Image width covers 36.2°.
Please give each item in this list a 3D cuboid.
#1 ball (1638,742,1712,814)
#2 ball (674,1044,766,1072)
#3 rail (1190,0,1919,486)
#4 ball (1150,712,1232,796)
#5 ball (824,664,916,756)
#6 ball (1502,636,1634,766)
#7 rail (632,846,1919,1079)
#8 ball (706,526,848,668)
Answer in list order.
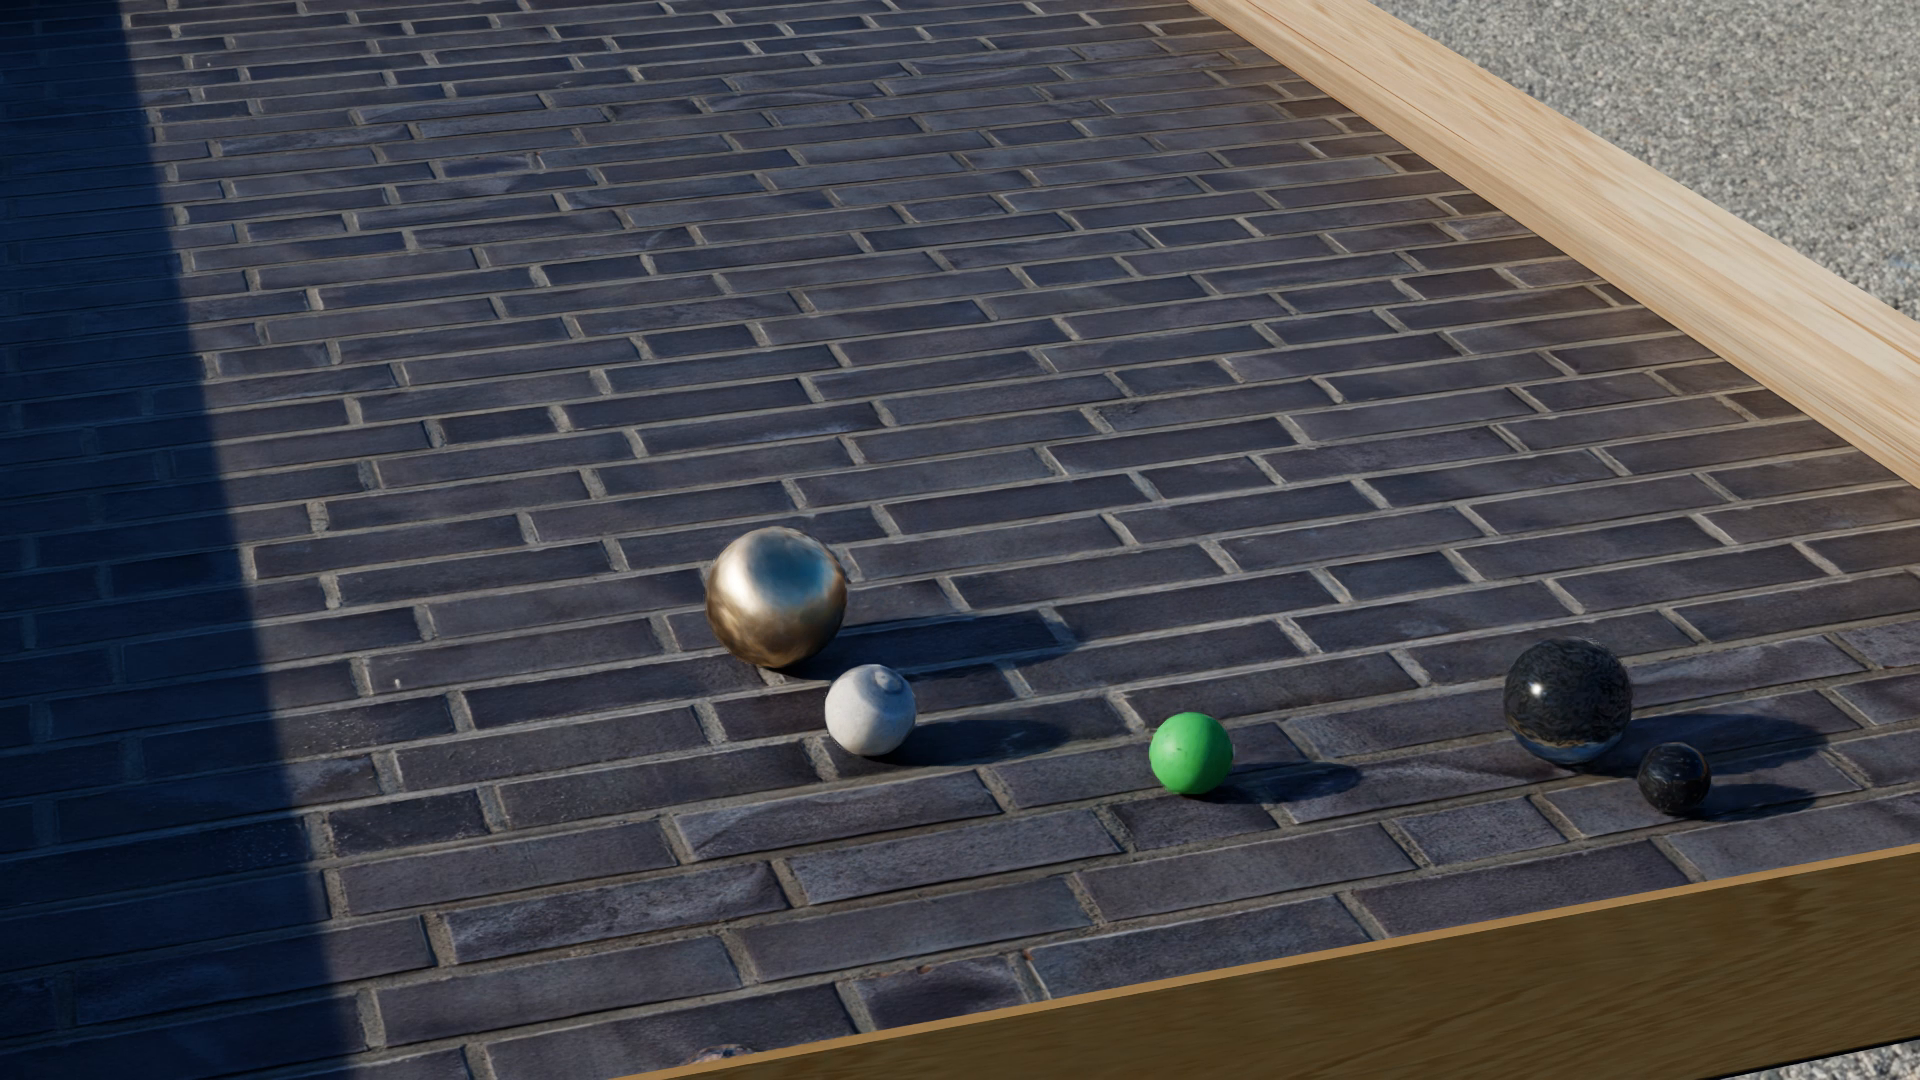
[{"bbox_3d":[0.432,0.144,1.778,0.044,0.044,0.044,0,25,0],"label":"ball"},{"bbox_3d":[-0.113,0.284,1.444,0.072,0.072,0.072,0,25,0],"label":"ball"},{"bbox_3d":[0.476,-0.395,2.835,0.045,0.121,2.746,-8,26,-16],"label":"rail"},{"bbox_3d":[0.141,0.130,1.797,0.051,0.051,0.051,0,25,0],"label":"ball"},{"bbox_3d":[-0.056,0.107,1.840,0.058,0.058,0.058,0,25,0],"label":"ball"},{"bbox_3d":[0.378,0.100,1.828,0.080,0.080,0.080,0,25,0],"label":"ball"},{"bbox_3d":[0.200,0.242,1.474,1.480,0.121,0.045,-8,26,-16],"label":"rail"},{"bbox_3d":[-0.121,0.038,1.945,0.093,0.093,0.093,0,25,0],"label":"ball"}]
